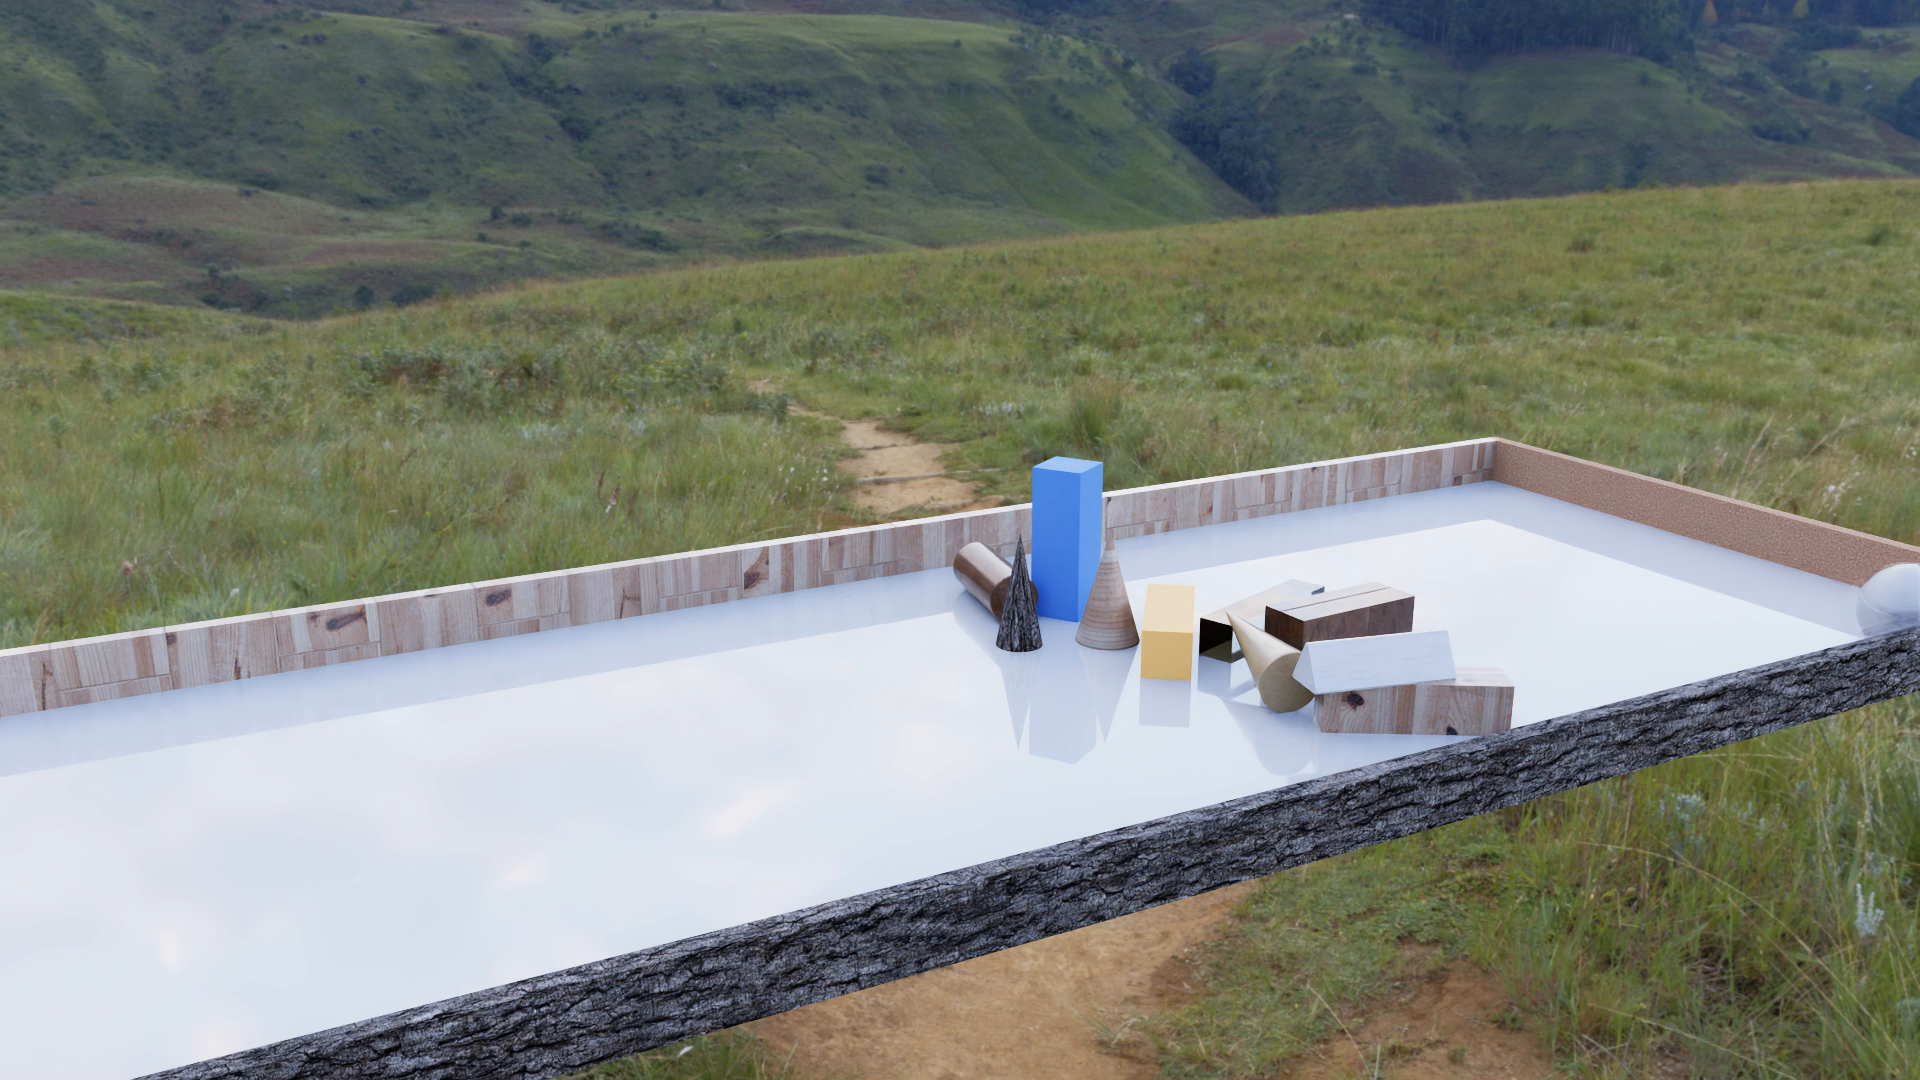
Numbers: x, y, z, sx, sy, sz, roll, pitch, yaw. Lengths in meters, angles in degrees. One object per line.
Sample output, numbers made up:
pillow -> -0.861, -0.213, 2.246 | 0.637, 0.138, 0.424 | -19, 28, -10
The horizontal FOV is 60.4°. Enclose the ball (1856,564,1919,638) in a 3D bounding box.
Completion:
ball -> 2.467, 0.186, 4.286 | 0.247, 0.247, 0.247 | 0, 16, 0

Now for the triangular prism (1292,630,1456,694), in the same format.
triangular prism -> 0.960, 0.269, 3.809 | 0.357, 0.102, 0.118 | -4, 17, -15

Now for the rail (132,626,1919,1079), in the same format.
rail -> -2.336, 1.006, 1.665 | 12.000, 0.150, 0.050 | -9, 18, -27

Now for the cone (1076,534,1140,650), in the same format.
cone -> 0.397, 0.122, 4.400 | 0.174, 0.305, 0.174 | 0, 16, 0

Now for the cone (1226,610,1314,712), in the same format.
cone -> 0.738, 0.260, 4.110 | 0.159, 0.159, 0.424 | -4, 23, -13

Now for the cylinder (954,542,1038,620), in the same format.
cylinder -> 0.098, 0.119, 4.704 | 0.139, 0.139, 0.341 | -5, 17, -17

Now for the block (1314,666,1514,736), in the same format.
block -> 1.058, 0.374, 3.862 | 0.430, 0.124, 0.124 | 1, 16, 3

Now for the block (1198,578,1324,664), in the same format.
block -> 0.818, 0.214, 4.446 | 0.102, 0.102, 0.453 | 15, 22, 40

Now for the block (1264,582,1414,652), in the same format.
block -> 0.994, 0.227, 4.325 | 0.389, 0.145, 0.145 | -10, 19, -30

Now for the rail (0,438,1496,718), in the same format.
rail -> -3.305, 0.497, 3.399 | 12.000, 0.150, 0.050 | -9, 18, -27

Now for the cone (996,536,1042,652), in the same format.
cone -> 0.158, 0.129, 4.364 | 0.126, 0.312, 0.126 | 0, 16, 0

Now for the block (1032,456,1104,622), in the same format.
block -> 0.298, -0.003, 4.608 | 0.145, 0.427, 0.145 | 9, 19, 28

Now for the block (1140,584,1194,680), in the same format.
block -> 0.547, 0.237, 4.323 | 0.128, 0.128, 0.387 | 2, 17, 8

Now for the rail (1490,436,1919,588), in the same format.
rail -> 2.466, -0.048, 5.253 | 0.050, 0.150, 2.100 | -9, 18, -27
